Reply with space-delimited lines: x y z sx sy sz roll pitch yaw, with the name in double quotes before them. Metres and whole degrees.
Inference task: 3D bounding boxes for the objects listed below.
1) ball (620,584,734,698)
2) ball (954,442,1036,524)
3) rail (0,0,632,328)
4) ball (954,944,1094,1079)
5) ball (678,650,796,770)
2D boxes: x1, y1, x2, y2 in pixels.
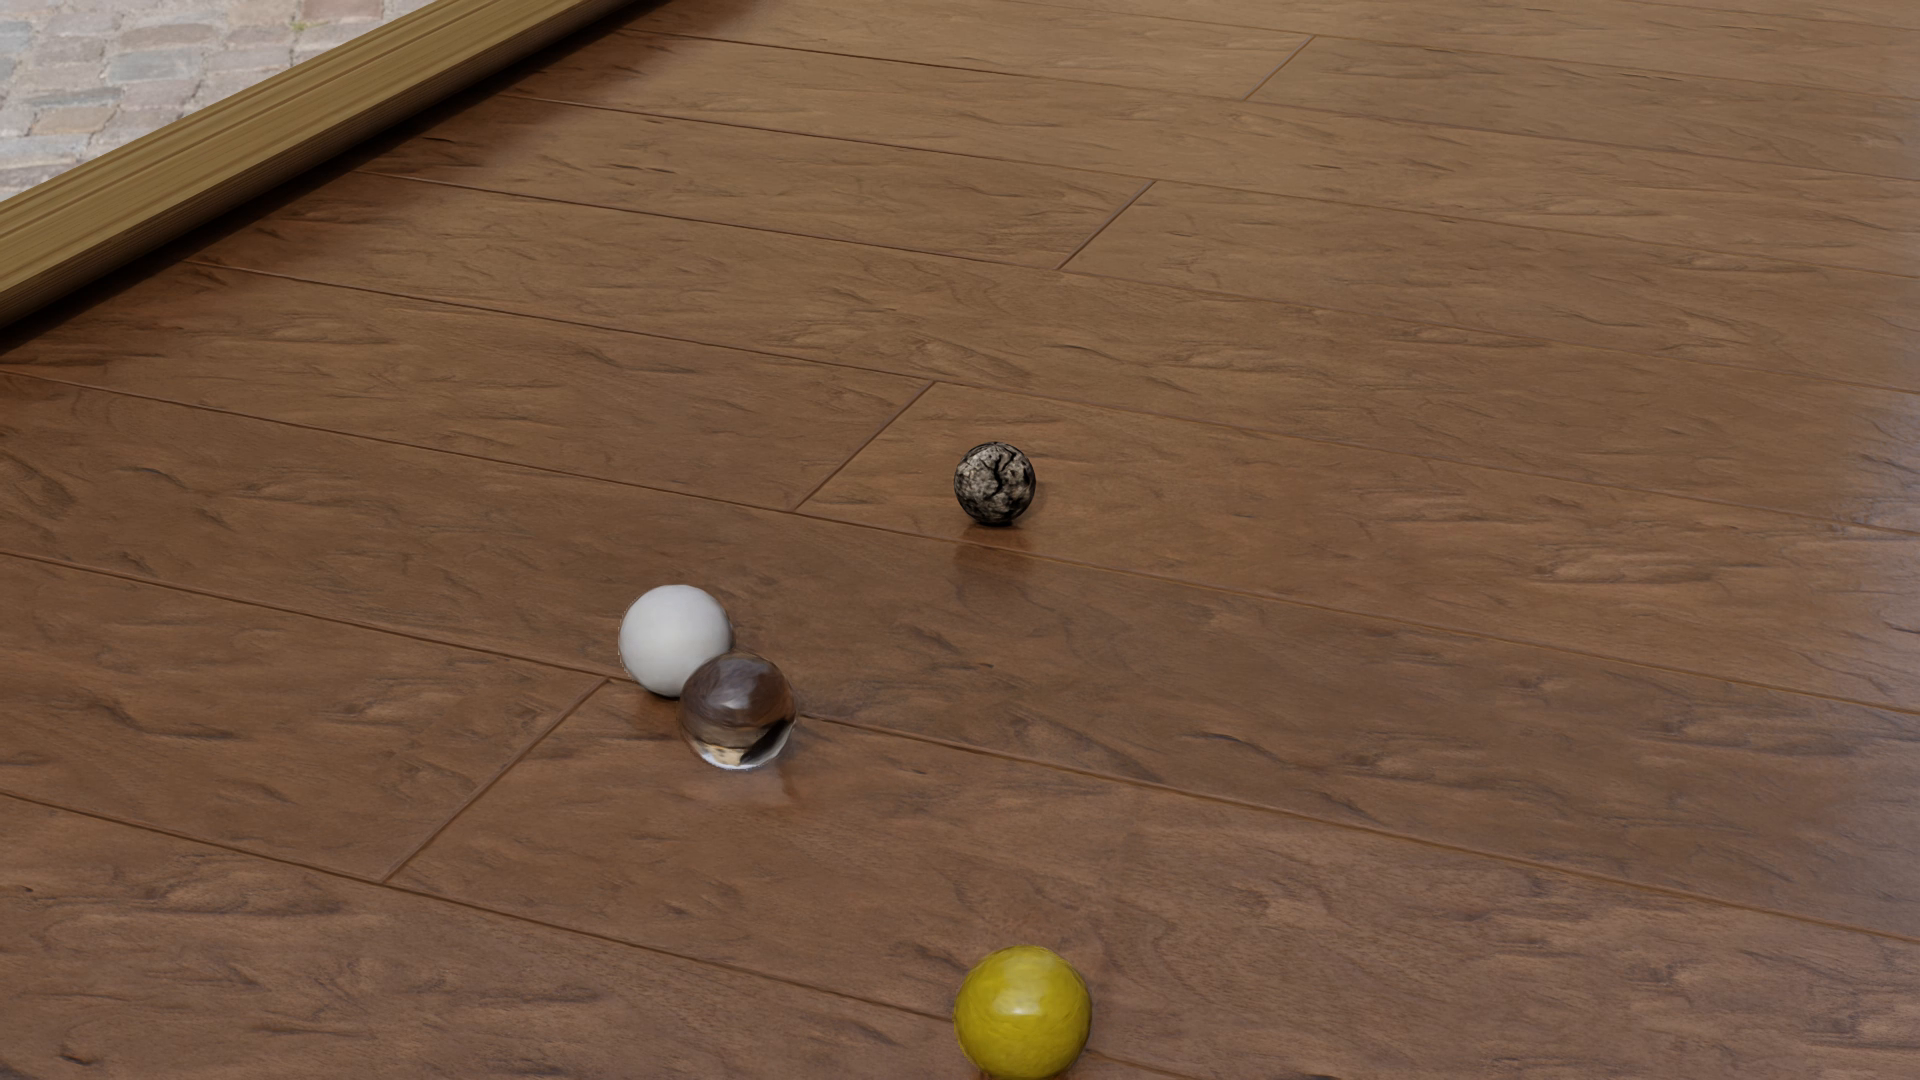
"ball" -0.166 0.059 1.722 0.067 0.067 0.067 0 26 0
"ball" 0.023 -0.038 1.938 0.054 0.054 0.054 0 26 0
"rail" -0.473 -0.458 2.770 0.045 0.095 3.077 10 27 20
"ball" 0.030 0.223 1.380 0.065 0.065 0.065 0 26 0
"ball" -0.125 0.095 1.646 0.066 0.066 0.066 0 26 0
